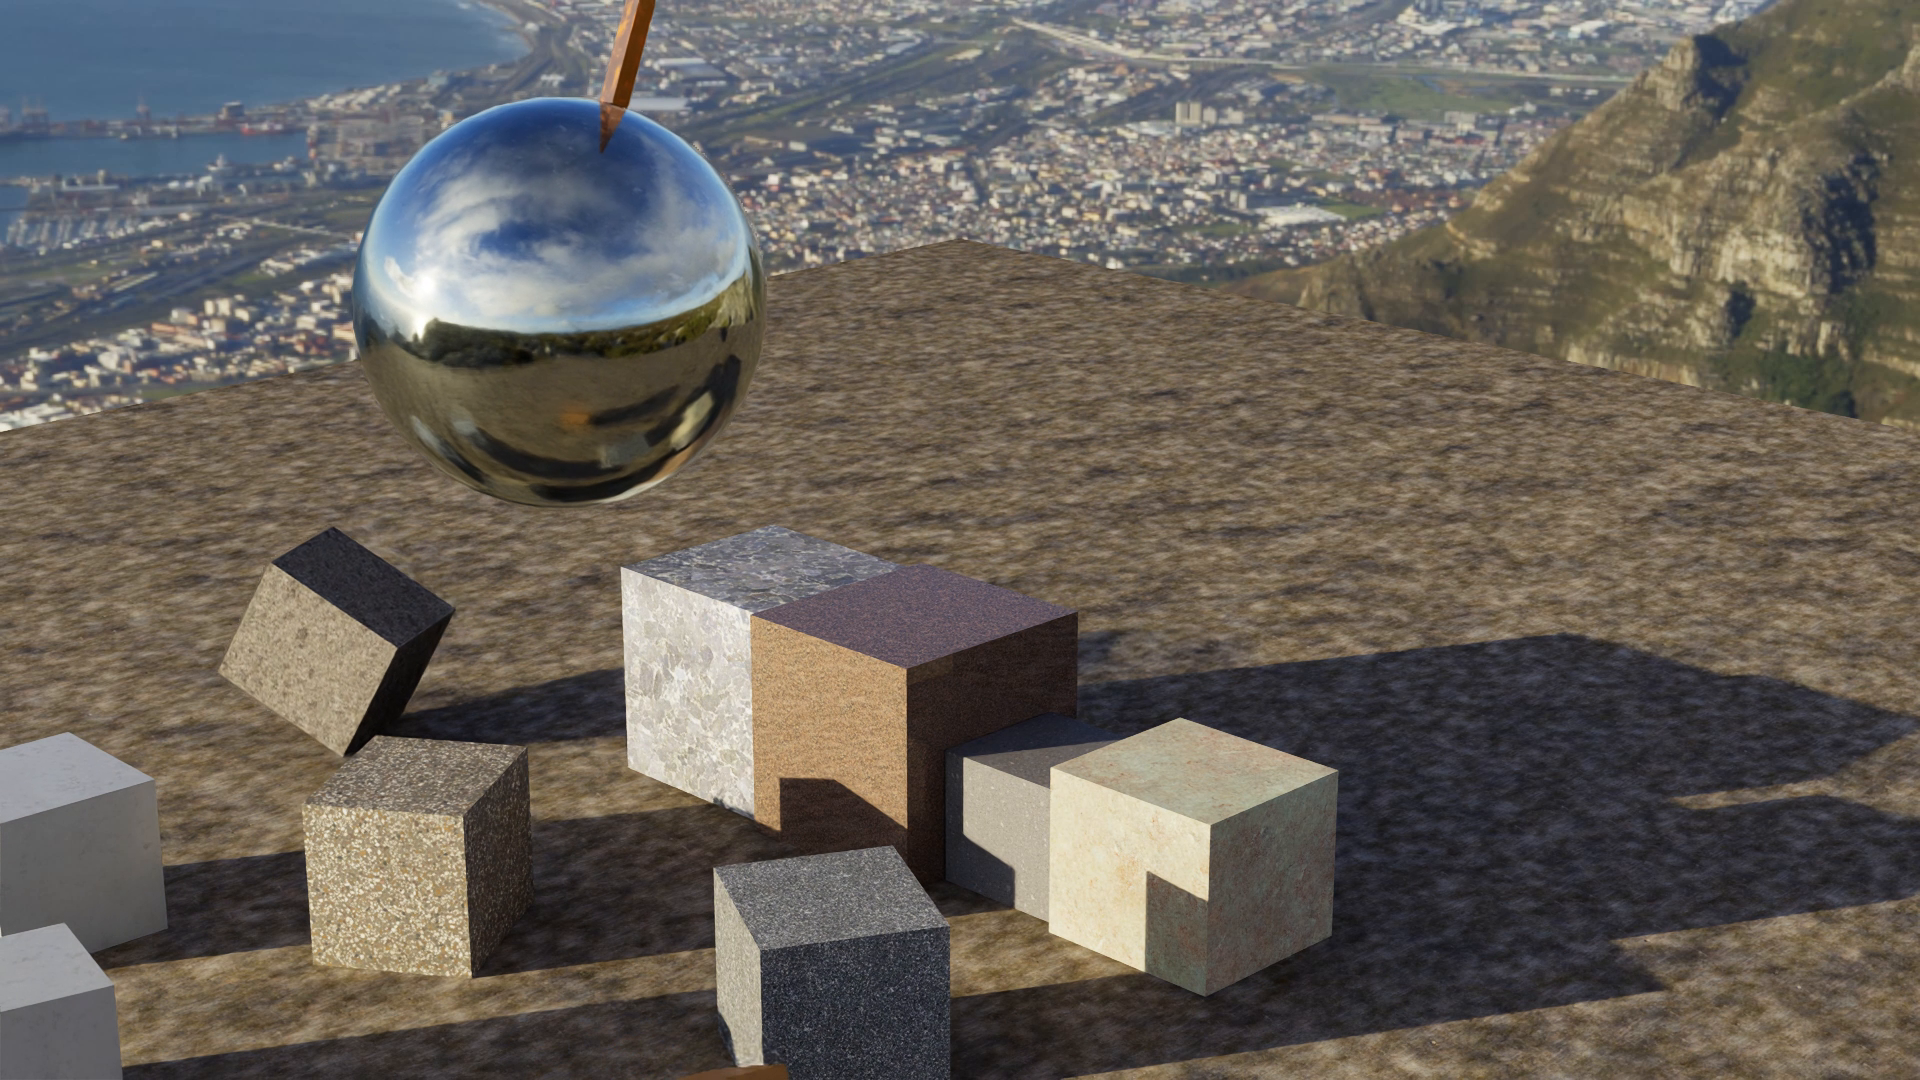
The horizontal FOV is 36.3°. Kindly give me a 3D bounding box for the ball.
[{"bbox_3d":[-1.554,-0.920,11.423,1.600,1.600,1.600,0,17,0],"label":"ball"}]

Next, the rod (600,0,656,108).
[{"bbox_3d":[-0.674,-4.202,11.315,0.080,5.200,0.080,17,2,42],"label":"rod"}]

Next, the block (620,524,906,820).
[{"bbox_3d":[-0.946,0.641,14.541,0.998,1.058,1.034,-17,24,-42],"label":"block"}]

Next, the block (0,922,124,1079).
[{"bbox_3d":[-3.645,1.945,11.072,0.770,0.650,0.647,-11,20,-30],"label":"block"}]

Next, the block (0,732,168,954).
[{"bbox_3d":[-4.030,1.366,12.820,0.760,0.706,0.782,-16,23,-41],"label":"block"}]

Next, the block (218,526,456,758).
[{"bbox_3d":[-3.190,0.515,15.030,0.784,0.713,0.640,33,24,6],"label":"block"}]

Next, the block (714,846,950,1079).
[{"bbox_3d":[-0.513,1.739,11.604,0.747,0.723,0.807,-5,18,-16],"label":"block"}]

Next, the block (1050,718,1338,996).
[{"bbox_3d":[1.009,1.356,12.736,0.850,0.776,0.899,-17,24,-42],"label":"block"}]

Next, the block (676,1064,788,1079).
[{"bbox_3d":[-0.954,2.203,9.754,0.730,0.742,0.638,-10,-6,-28],"label":"block"}]

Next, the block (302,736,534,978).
[{"bbox_3d":[-2.341,1.366,12.763,0.714,0.741,0.812,3,18,11],"label":"block"}]

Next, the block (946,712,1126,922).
[{"bbox_3d":[0.431,1.252,13.303,0.698,0.634,0.708,-17,24,-42],"label":"block"}]

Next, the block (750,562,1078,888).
[{"bbox_3d":[-0.213,0.856,13.817,1.113,1.082,1.047,-17,24,-42],"label":"block"}]
